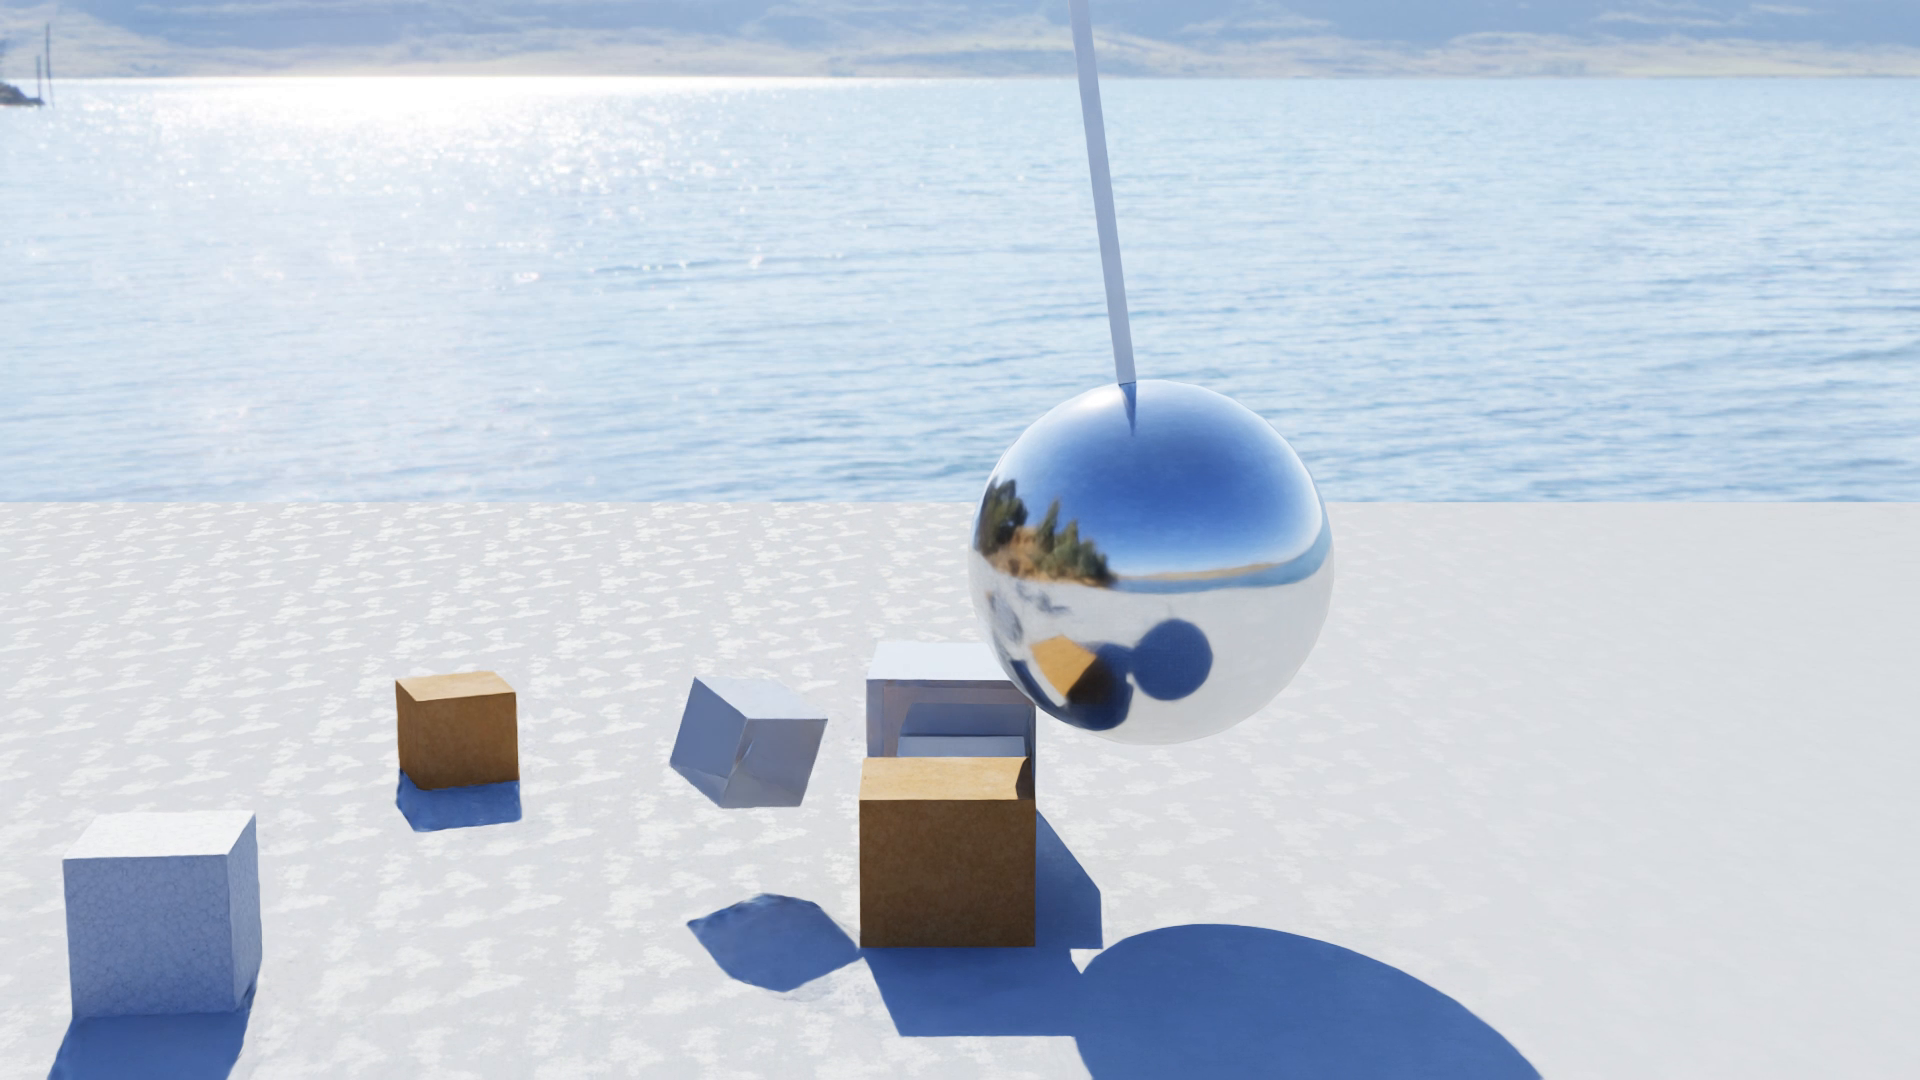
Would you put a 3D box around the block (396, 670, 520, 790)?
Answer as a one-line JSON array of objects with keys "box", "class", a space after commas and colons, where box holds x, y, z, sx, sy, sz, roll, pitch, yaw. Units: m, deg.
[{"box": [-2.551, 0.959, 13.013, 0.500, 0.457, 0.513, -4, 11, -23], "class": "block"}]

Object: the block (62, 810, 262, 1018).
[{"box": [-3.073, 1.436, 9.929, 0.603, 0.622, 0.586, -1, 10, -5], "class": "block"}]

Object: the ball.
[{"box": [0.830, 0.097, 11.198, 1.600, 1.600, 1.600, 0, 10, 0], "class": "ball"}]

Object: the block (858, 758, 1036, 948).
[{"box": [-0.054, 1.294, 10.710, 0.713, 0.622, 0.649, 0, 10, -1], "class": "block"}]

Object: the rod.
[{"box": [0.360, -3.216, 10.596, 0.080, 5.200, 0.080, -8, 10, 1], "class": "rod"}]

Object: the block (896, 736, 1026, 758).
[{"box": [0.005, 1.212, 11.347, 0.564, 0.556, 0.568, 0, 10, 0], "class": "block"}]

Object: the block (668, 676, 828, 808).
[{"box": [-0.938, 0.894, 11.357, 0.451, 0.432, 0.422, 4, 20, -43], "class": "block"}]

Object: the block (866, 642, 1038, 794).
[{"box": [-0.025, 0.962, 12.000, 0.766, 0.814, 0.755, 0, 10, 2], "class": "block"}]
